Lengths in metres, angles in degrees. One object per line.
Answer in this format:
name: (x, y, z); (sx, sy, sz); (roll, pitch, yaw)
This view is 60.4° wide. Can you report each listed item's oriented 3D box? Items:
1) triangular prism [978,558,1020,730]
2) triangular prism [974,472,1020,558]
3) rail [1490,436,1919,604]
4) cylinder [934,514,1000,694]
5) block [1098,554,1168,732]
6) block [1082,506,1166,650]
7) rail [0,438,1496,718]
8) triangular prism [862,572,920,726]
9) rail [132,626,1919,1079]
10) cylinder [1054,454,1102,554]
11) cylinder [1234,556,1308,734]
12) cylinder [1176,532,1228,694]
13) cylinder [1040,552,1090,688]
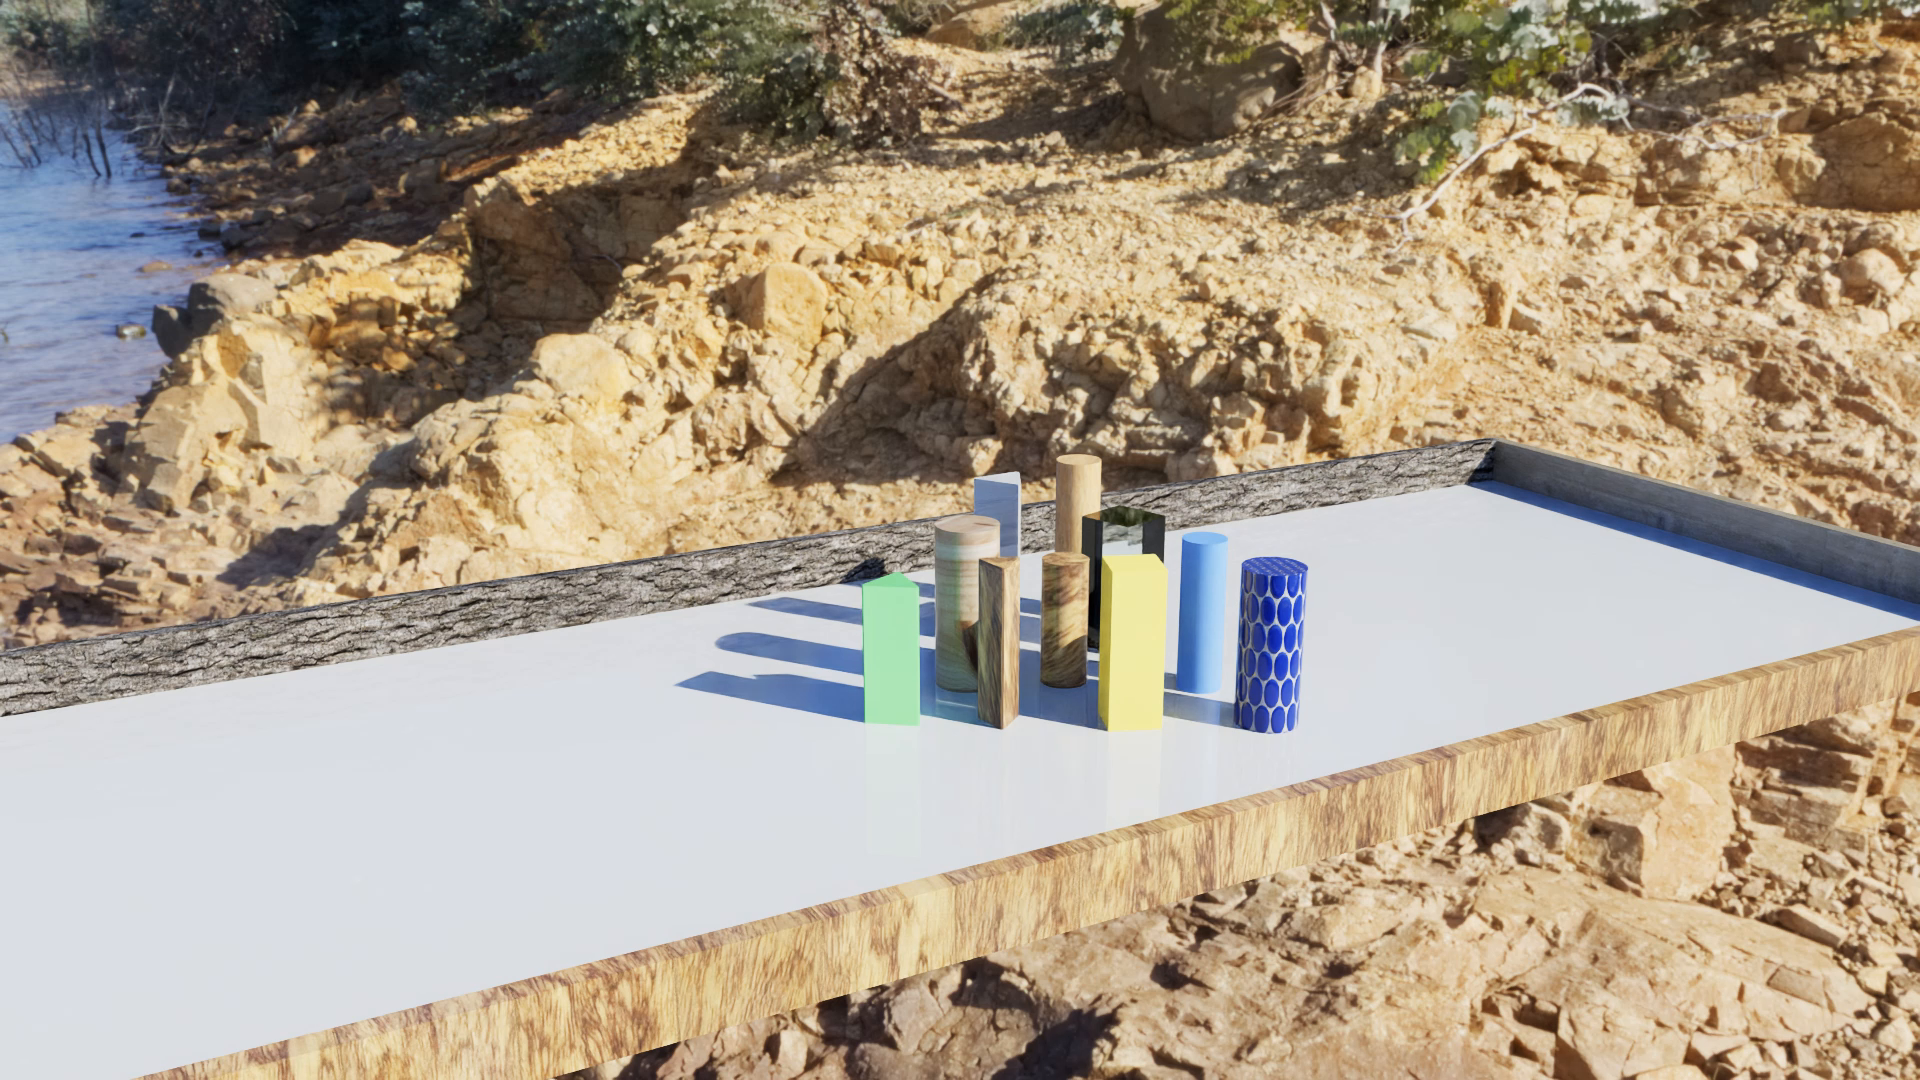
triangular prism: (0.104, 0.236, 3.852); (0.082, 0.395, 0.094); (-11, 20, -34)
triangular prism: (0.124, 0.052, 4.374); (0.136, 0.454, 0.117); (9, 19, 28)
rail: (2.466, -0.048, 5.253); (0.050, 0.150, 2.100); (-9, 18, -27)
cylinder: (0.018, 0.158, 4.088); (0.161, 0.412, 0.161); (0, 16, 0)
block: (0.401, 0.239, 3.850); (0.127, 0.389, 0.127); (-2, 16, -6)
block: (0.428, 0.107, 4.361); (0.155, 0.355, 0.155); (15, 22, 42)
rail: (-3.305, 0.497, 3.399); (12.000, 0.150, 0.050); (-9, 18, -27)
triangular prism: (-0.153, 0.254, 3.886); (0.130, 0.341, 0.113); (2, 17, 8)
rail: (-2.336, 1.006, 1.665); (12.000, 0.150, 0.050); (-9, 18, -27)
cylinder: (0.326, -0.007, 4.590); (0.123, 0.445, 0.123); (0, 16, 0)
cylinder: (0.723, 0.244, 3.844); (0.152, 0.384, 0.152); (0, 16, 0)
cylinder: (0.596, 0.179, 4.062); (0.111, 0.385, 0.111); (0, 16, 0)
cylinder: (0.260, 0.199, 4.109); (0.118, 0.320, 0.118); (0, 16, 0)
